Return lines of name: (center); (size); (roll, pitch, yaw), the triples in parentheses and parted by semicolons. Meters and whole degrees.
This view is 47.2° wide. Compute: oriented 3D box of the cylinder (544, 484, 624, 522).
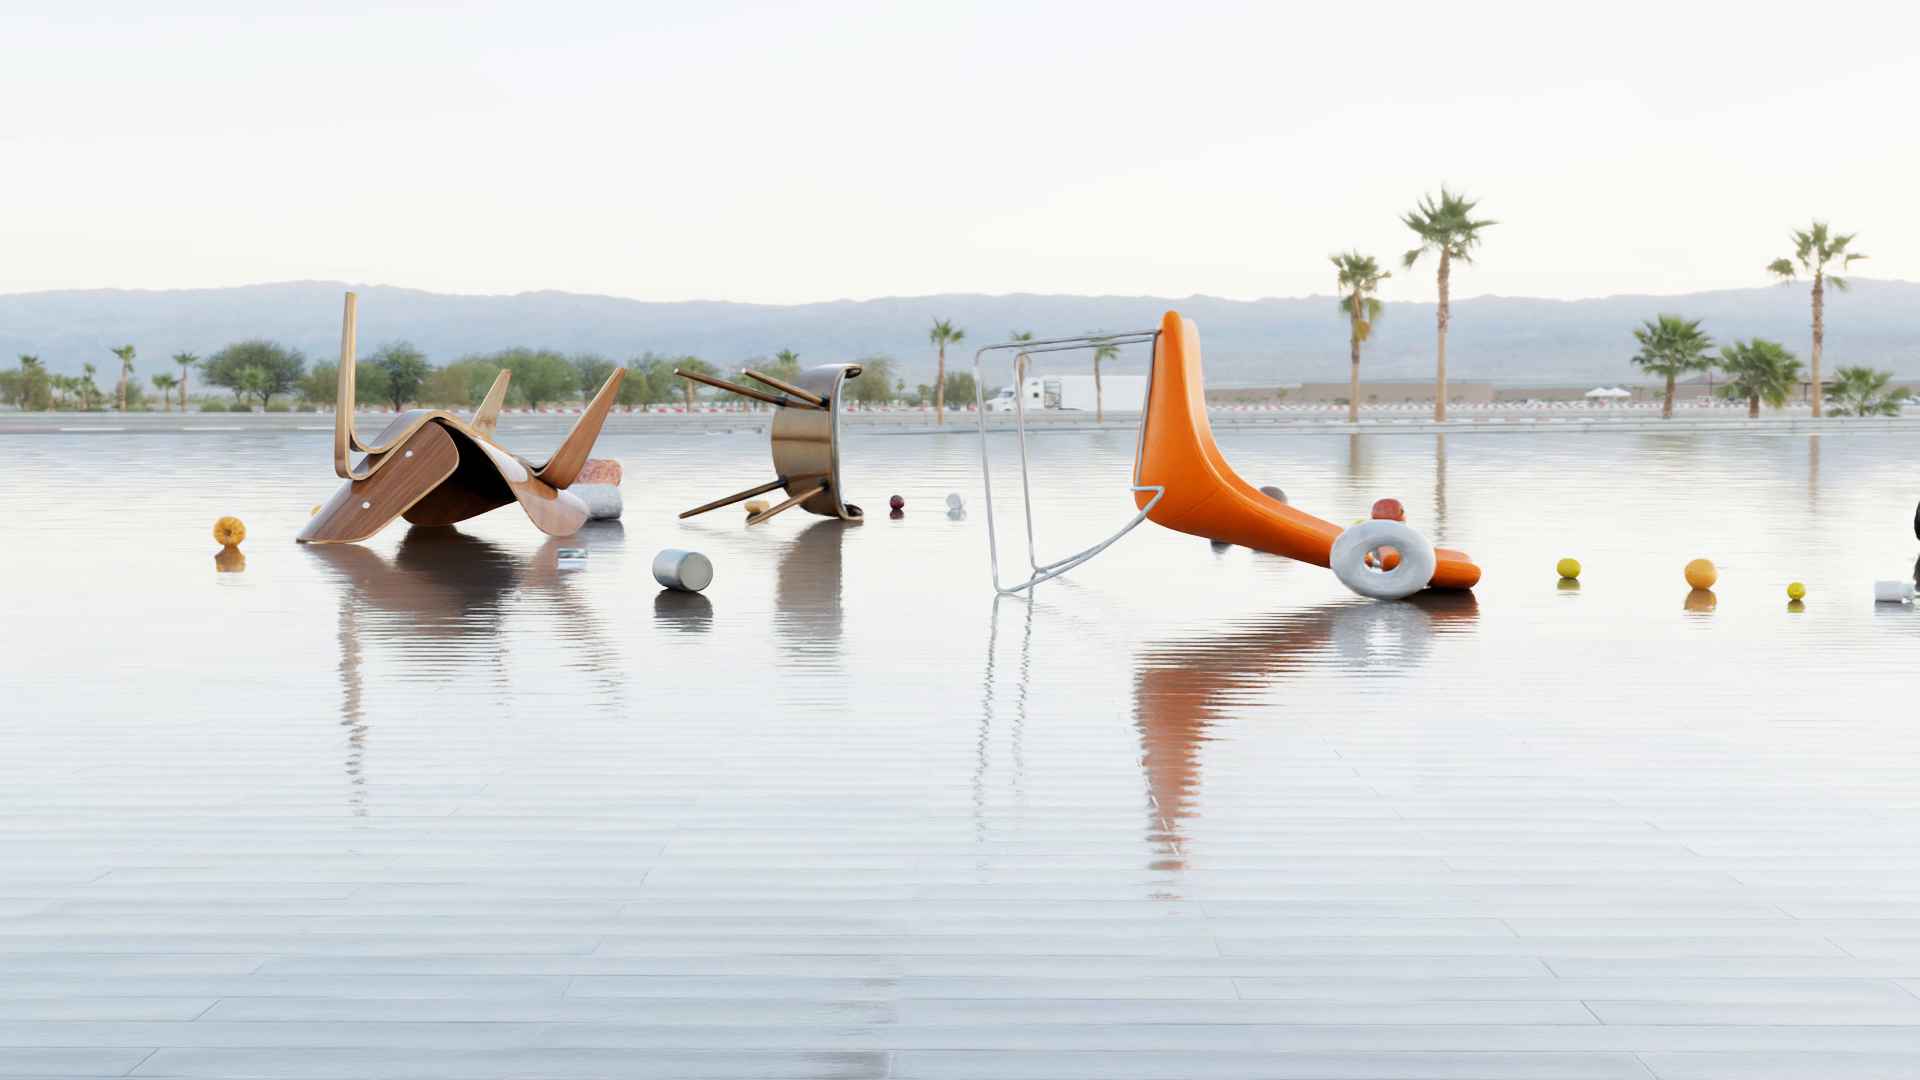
cylinder: (-1.288, -0.128, 7.528); (0.219, 0.119, 0.165); (-3, 18, -39)

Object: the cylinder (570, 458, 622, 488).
cylinder: (-1.464, -0.242, 8.848); (0.122, 0.191, 0.137); (3, -39, 40)

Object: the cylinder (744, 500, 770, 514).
cylinder: (-0.733, -0.122, 7.948); (0.075, 0.047, 0.061); (3, -23, 39)

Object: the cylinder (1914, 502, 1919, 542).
cylinder: (2.867, -0.087, 6.131); (0.171, 0.263, 0.316); (43, -12, -19)
